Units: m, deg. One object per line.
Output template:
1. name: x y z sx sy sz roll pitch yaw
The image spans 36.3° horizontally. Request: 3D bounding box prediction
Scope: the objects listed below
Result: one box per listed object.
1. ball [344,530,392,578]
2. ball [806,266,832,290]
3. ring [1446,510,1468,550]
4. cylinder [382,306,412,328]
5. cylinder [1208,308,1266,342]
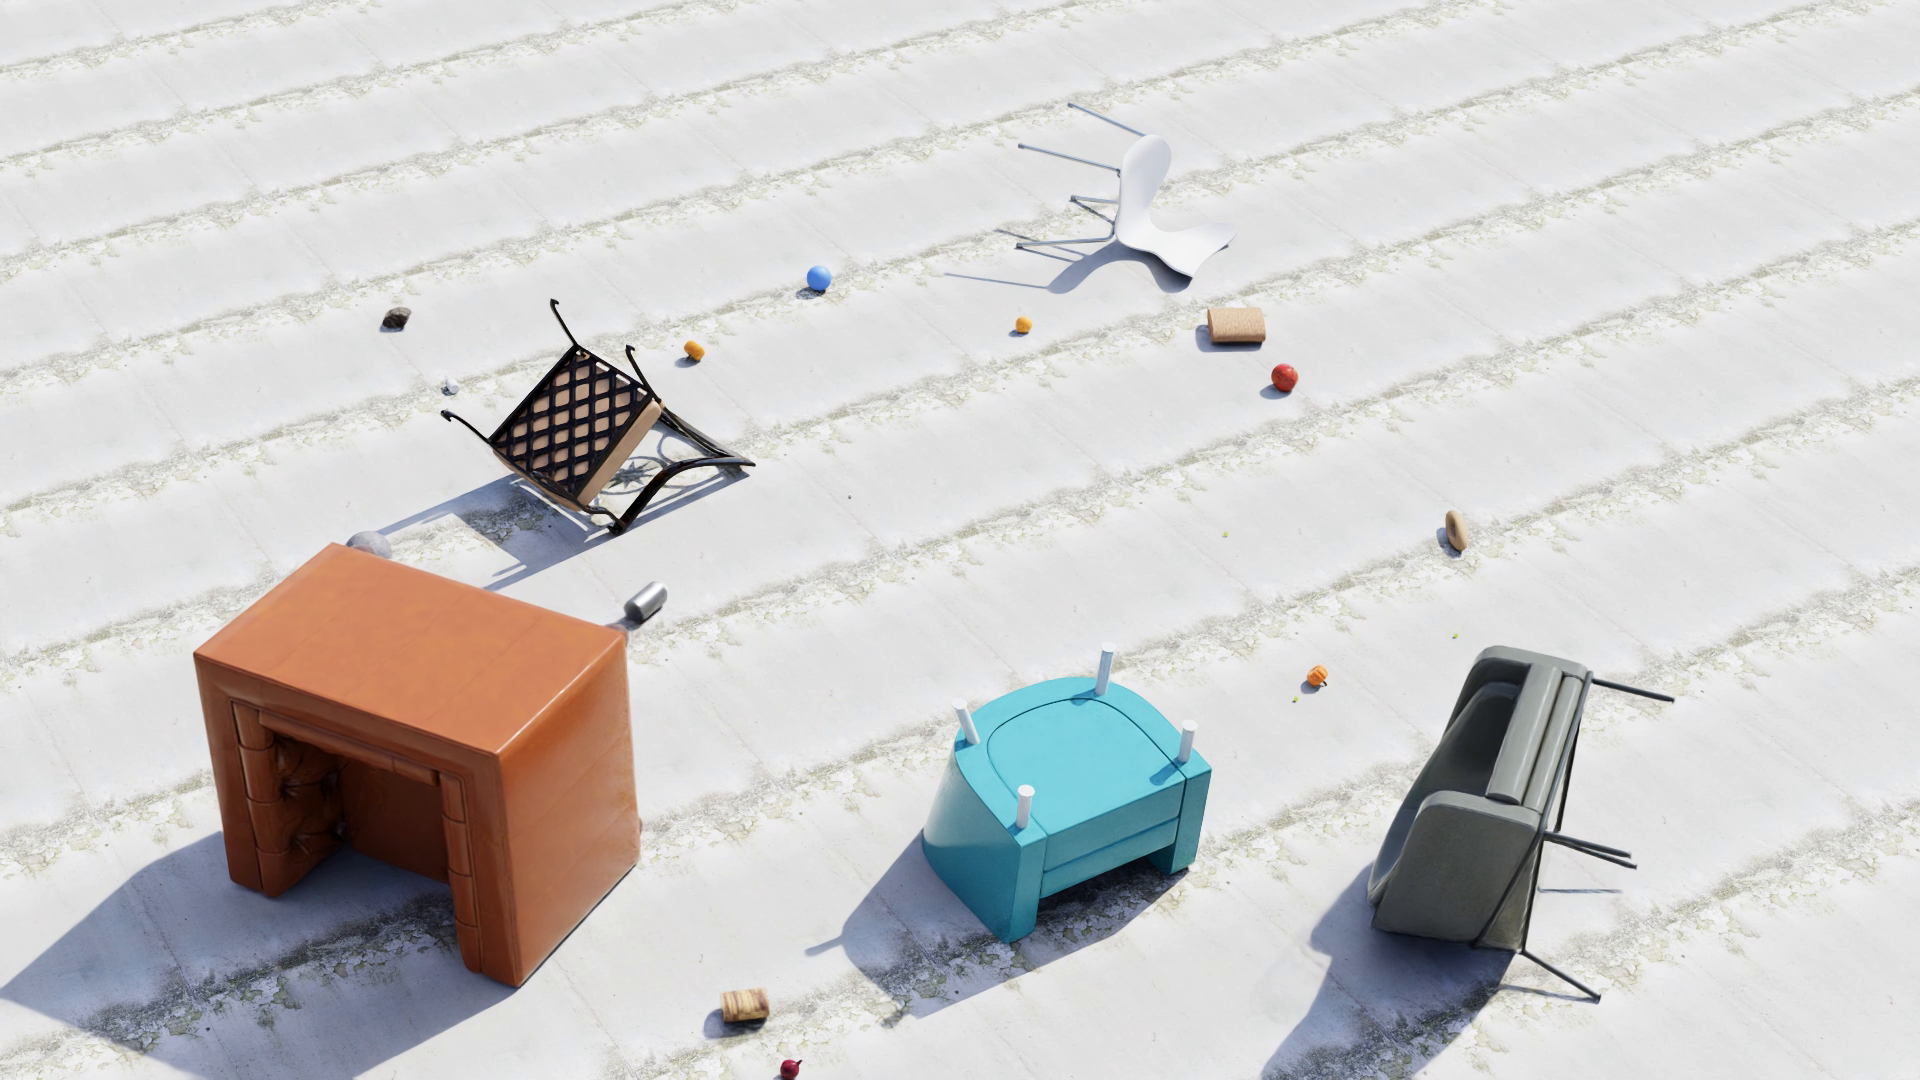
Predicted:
1. ball: -2.162 0.054 10.703 0.176 0.176 0.176 0 33 0
2. ball: -0.604 -1.121 12.547 0.109 0.109 0.109 0 33 0
3. ring: 1.850 -0.037 10.924 0.045 0.089 0.221 13 36 -16
4. cylinder: -2.361 -0.933 12.296 0.116 0.062 0.061 -15 31 12
5. cylinder: 1.151 -0.897 12.221 0.217 0.094 0.235 -1 34 -2
